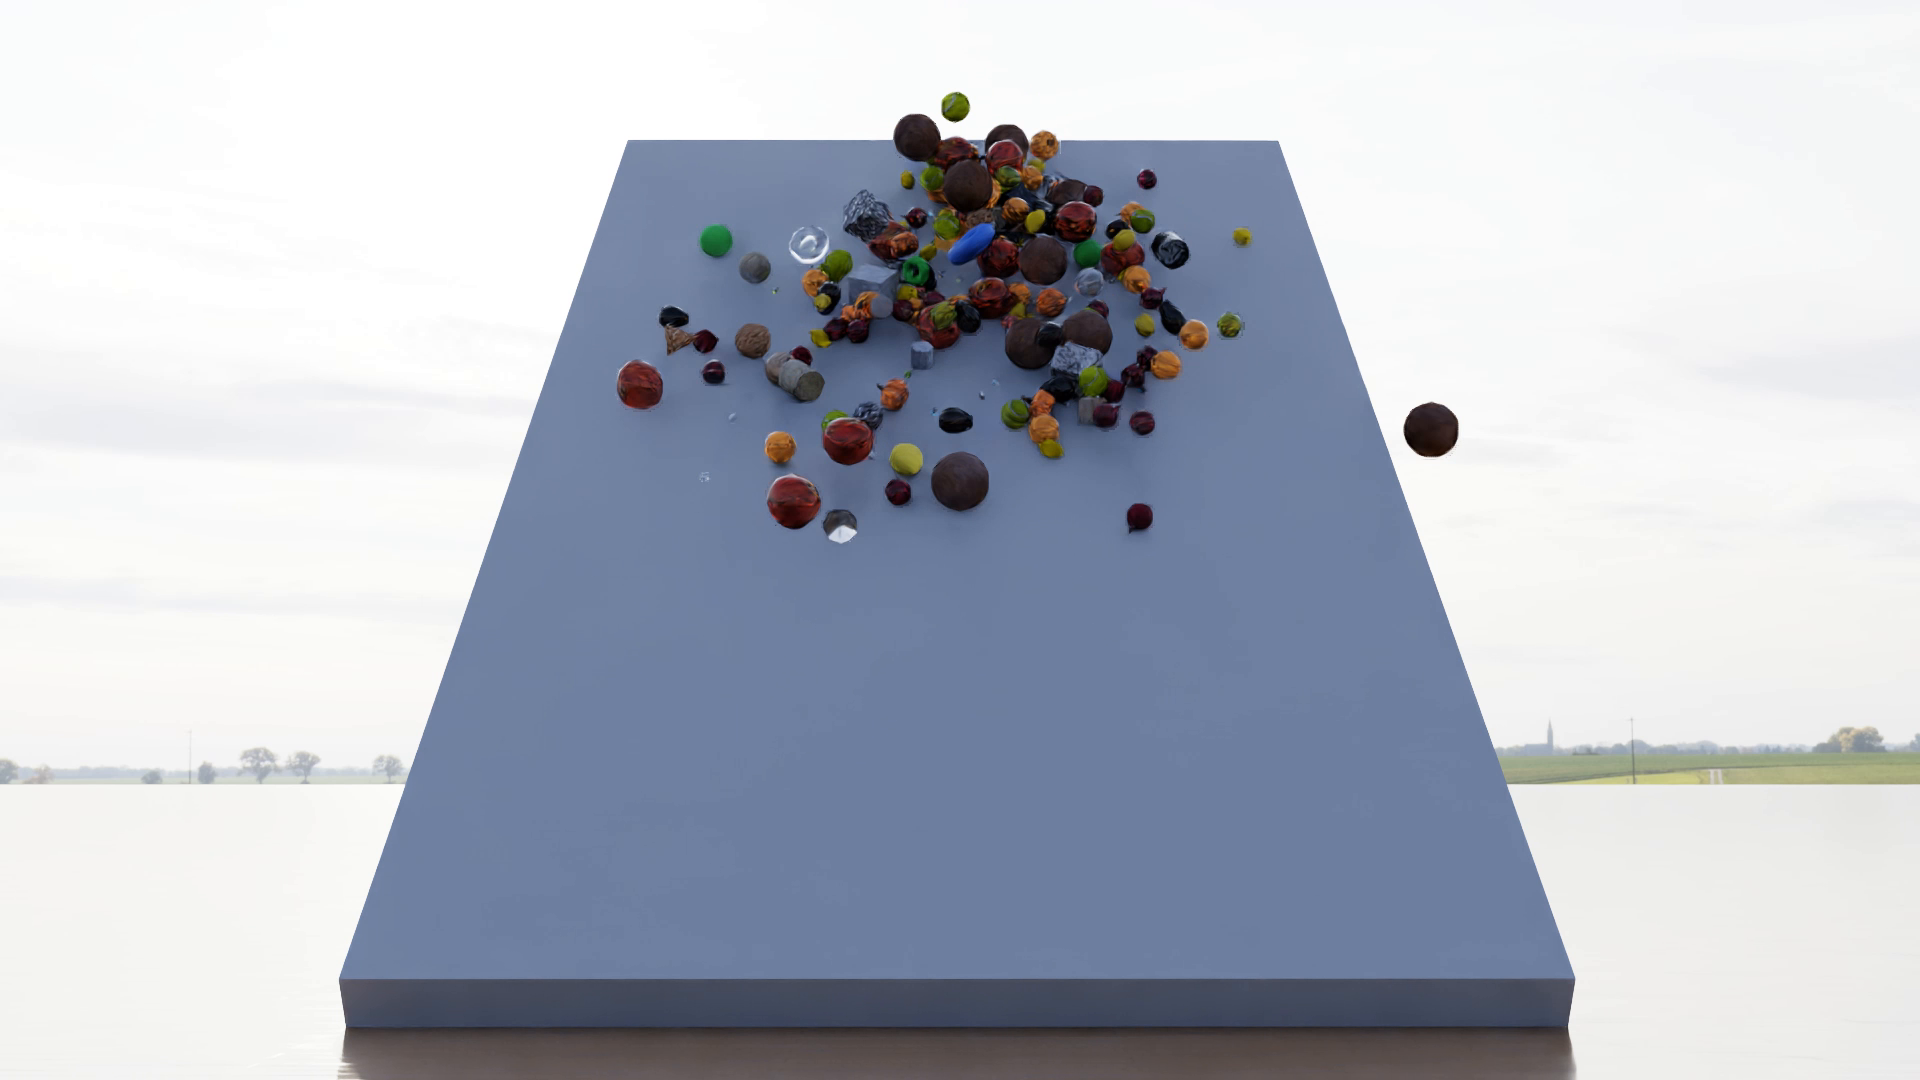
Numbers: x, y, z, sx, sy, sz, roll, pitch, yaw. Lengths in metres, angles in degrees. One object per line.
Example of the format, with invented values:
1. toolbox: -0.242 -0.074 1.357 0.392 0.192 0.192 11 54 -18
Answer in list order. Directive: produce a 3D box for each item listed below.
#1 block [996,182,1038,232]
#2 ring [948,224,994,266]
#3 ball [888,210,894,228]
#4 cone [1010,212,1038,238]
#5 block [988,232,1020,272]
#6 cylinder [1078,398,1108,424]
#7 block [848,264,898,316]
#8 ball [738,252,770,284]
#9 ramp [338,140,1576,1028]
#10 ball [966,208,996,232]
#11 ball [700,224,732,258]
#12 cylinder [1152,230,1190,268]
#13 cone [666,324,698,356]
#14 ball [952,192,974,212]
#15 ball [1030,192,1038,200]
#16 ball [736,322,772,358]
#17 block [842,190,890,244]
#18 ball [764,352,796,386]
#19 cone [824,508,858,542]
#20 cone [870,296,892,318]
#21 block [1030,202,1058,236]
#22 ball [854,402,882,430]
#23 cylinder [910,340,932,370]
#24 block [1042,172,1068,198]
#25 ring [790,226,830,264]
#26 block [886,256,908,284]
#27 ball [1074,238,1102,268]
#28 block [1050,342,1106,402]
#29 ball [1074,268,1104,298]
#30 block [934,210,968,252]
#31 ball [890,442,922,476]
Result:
1. block: 0.151 -0.930 6.704 0.086 0.086 0.086 -38 2 44
2. ring: 0.029 -0.778 6.319 0.146 0.049 0.146 -38 14 11
3. ball: -0.213 -0.896 6.702 0.056 0.056 0.056 0 -6 0
4. cone: 0.171 -0.865 6.670 0.072 0.072 0.072 -15 -8 10
5. block: 0.119 -0.777 6.477 0.080 0.080 0.080 0 29 2
6. cylinder: 0.312 -0.304 5.637 0.060 0.060 0.060 -1 -6 12
7. block: -0.225 -0.646 6.223 0.096 0.096 0.096 14 32 23
8. ball: -0.545 -0.723 6.371 0.086 0.086 0.086 0 -6 0
9. ramp: -0.012 -0.217 5.653 2.000 0.100 4.000 0 29 0
10. ball: 0.055 -0.854 6.469 0.079 0.079 0.079 0 -6 0
11. ball: -0.664 -0.814 6.532 0.089 0.089 0.089 0 -6 0
12. cylinder: 0.562 -0.776 6.417 0.081 0.081 0.081 1 23 -13
13. cone: -0.638 -0.465 5.539 0.074 0.074 0.074 -3 -6 -1
14. ball: 0.007 -0.909 6.460 0.056 0.056 0.056 0 -6 0
15. ball: 0.196 -0.967 6.848 0.055 0.055 0.055 0 -6 0
16. ball: -0.512 -0.494 5.954 0.090 0.090 0.090 0 -6 0
17. block: -0.240 -0.824 6.123 0.082 0.082 0.082 27 -48 -33
18. ball: -0.433 -0.414 5.817 0.083 0.083 0.083 0 -6 0
19. cone: -0.258 -0.032 5.181 0.073 0.073 0.073 0 2 -4
20. cone: -0.203 -0.588 6.035 0.059 0.059 0.059 1 9 -14
21. block: 0.228 -0.870 6.490 0.066 0.066 0.066 5 29 1
22. ball: -0.214 -0.289 5.608 0.068 0.068 0.068 0 -6 0
23. cylinder: -0.095 -0.454 5.916 0.053 0.053 0.053 2 35 -1
24. block: 0.277 -1.029 6.960 0.055 0.055 0.055 -12 31 -21
25. ring: -0.396 -0.774 6.302 0.109 0.109 0.036 -1 -24 11
26. block: -0.164 -0.708 6.300 0.053 0.053 0.053 9 17 -12
27. ball: 0.344 -0.773 6.475 0.078 0.078 0.078 0 -6 0
28. block: 0.282 -0.401 5.760 0.093 0.093 0.093 19 -37 27
29. ball: 0.328 -0.651 6.077 0.075 0.075 0.075 0 -6 0
30. block: -0.011 -0.846 6.594 0.085 0.085 0.085 20 35 31
31. ball: -0.121 -0.181 5.407 0.075 0.075 0.075 0 -6 0
